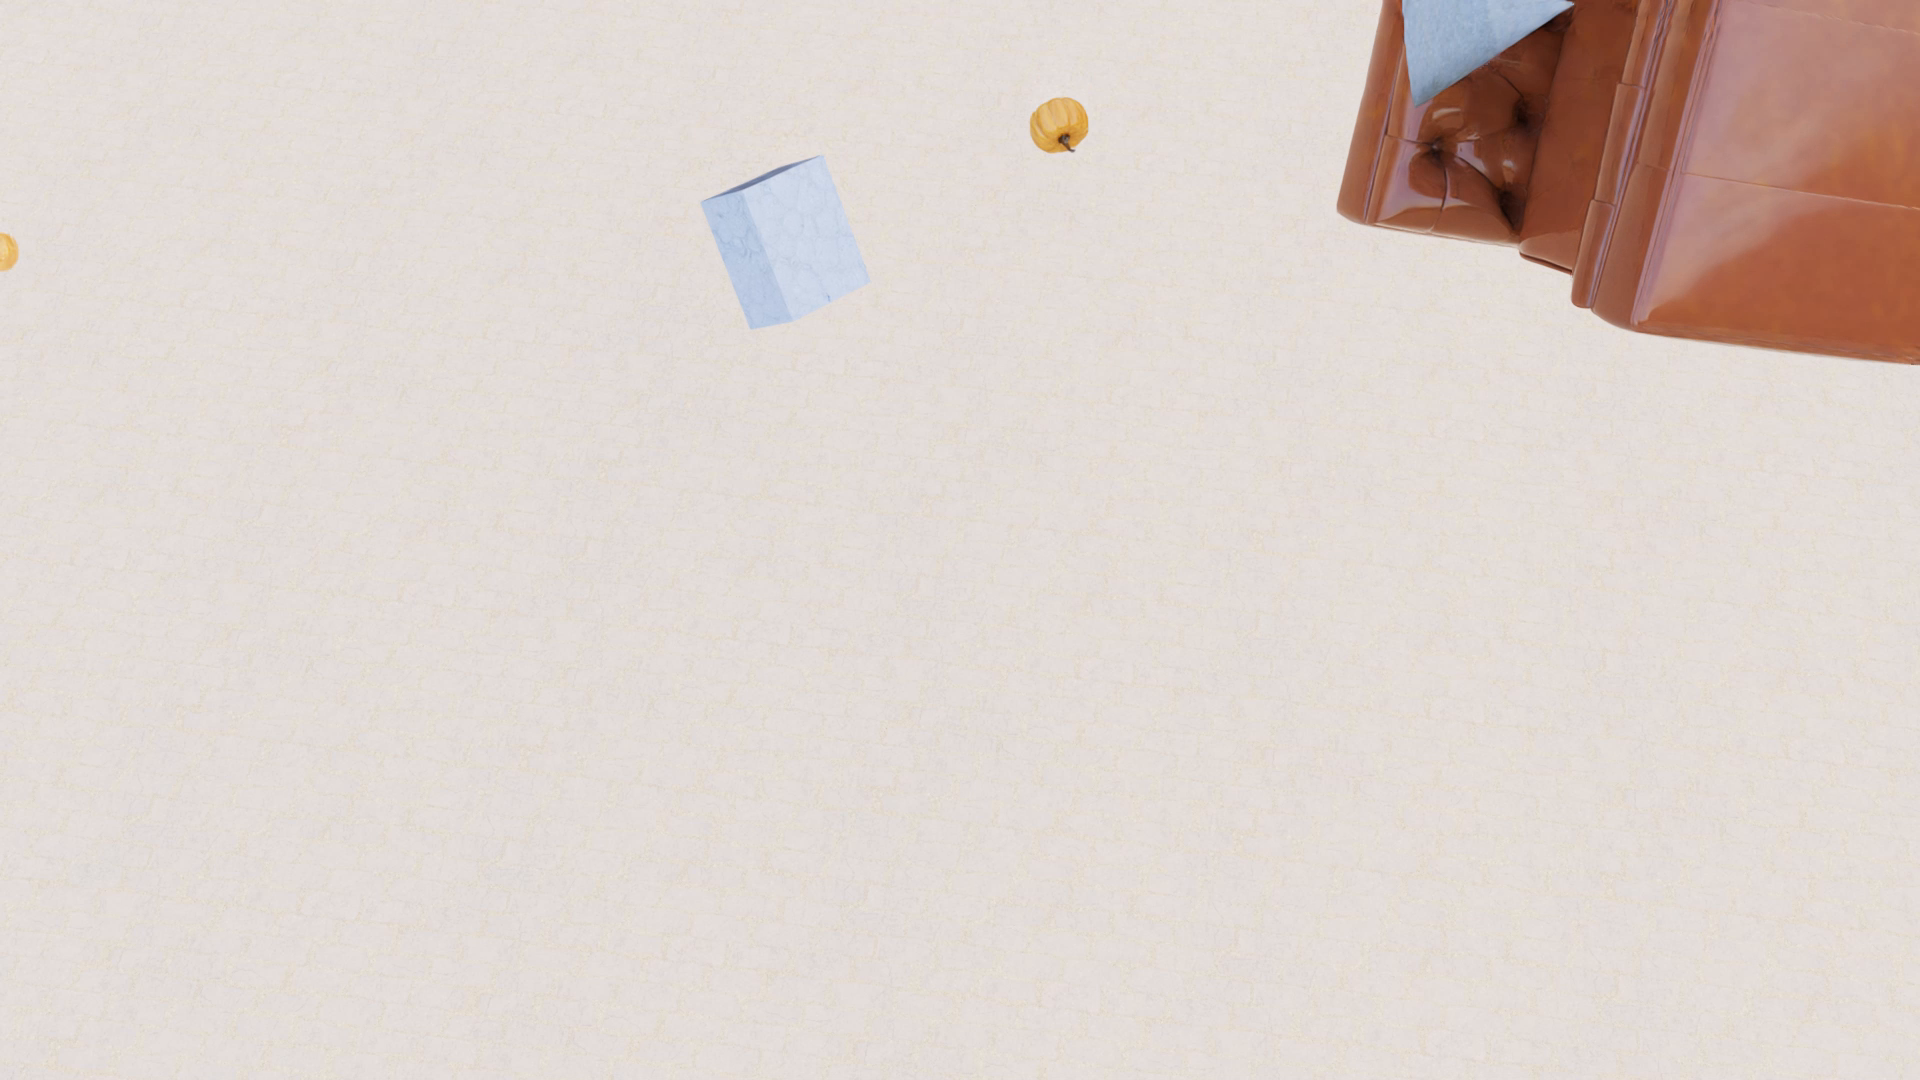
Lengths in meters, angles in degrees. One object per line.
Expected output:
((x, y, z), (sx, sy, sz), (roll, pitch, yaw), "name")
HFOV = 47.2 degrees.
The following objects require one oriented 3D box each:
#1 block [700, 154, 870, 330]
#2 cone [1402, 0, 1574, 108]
((-0.272, -0.467, 3.451), (0.173, 0.213, 0.112), (-32, 19, -38), "block")
((0.751, -0.741, 3.104), (0.228, 0.213, 0.255), (-4, 49, 16), "cone")
